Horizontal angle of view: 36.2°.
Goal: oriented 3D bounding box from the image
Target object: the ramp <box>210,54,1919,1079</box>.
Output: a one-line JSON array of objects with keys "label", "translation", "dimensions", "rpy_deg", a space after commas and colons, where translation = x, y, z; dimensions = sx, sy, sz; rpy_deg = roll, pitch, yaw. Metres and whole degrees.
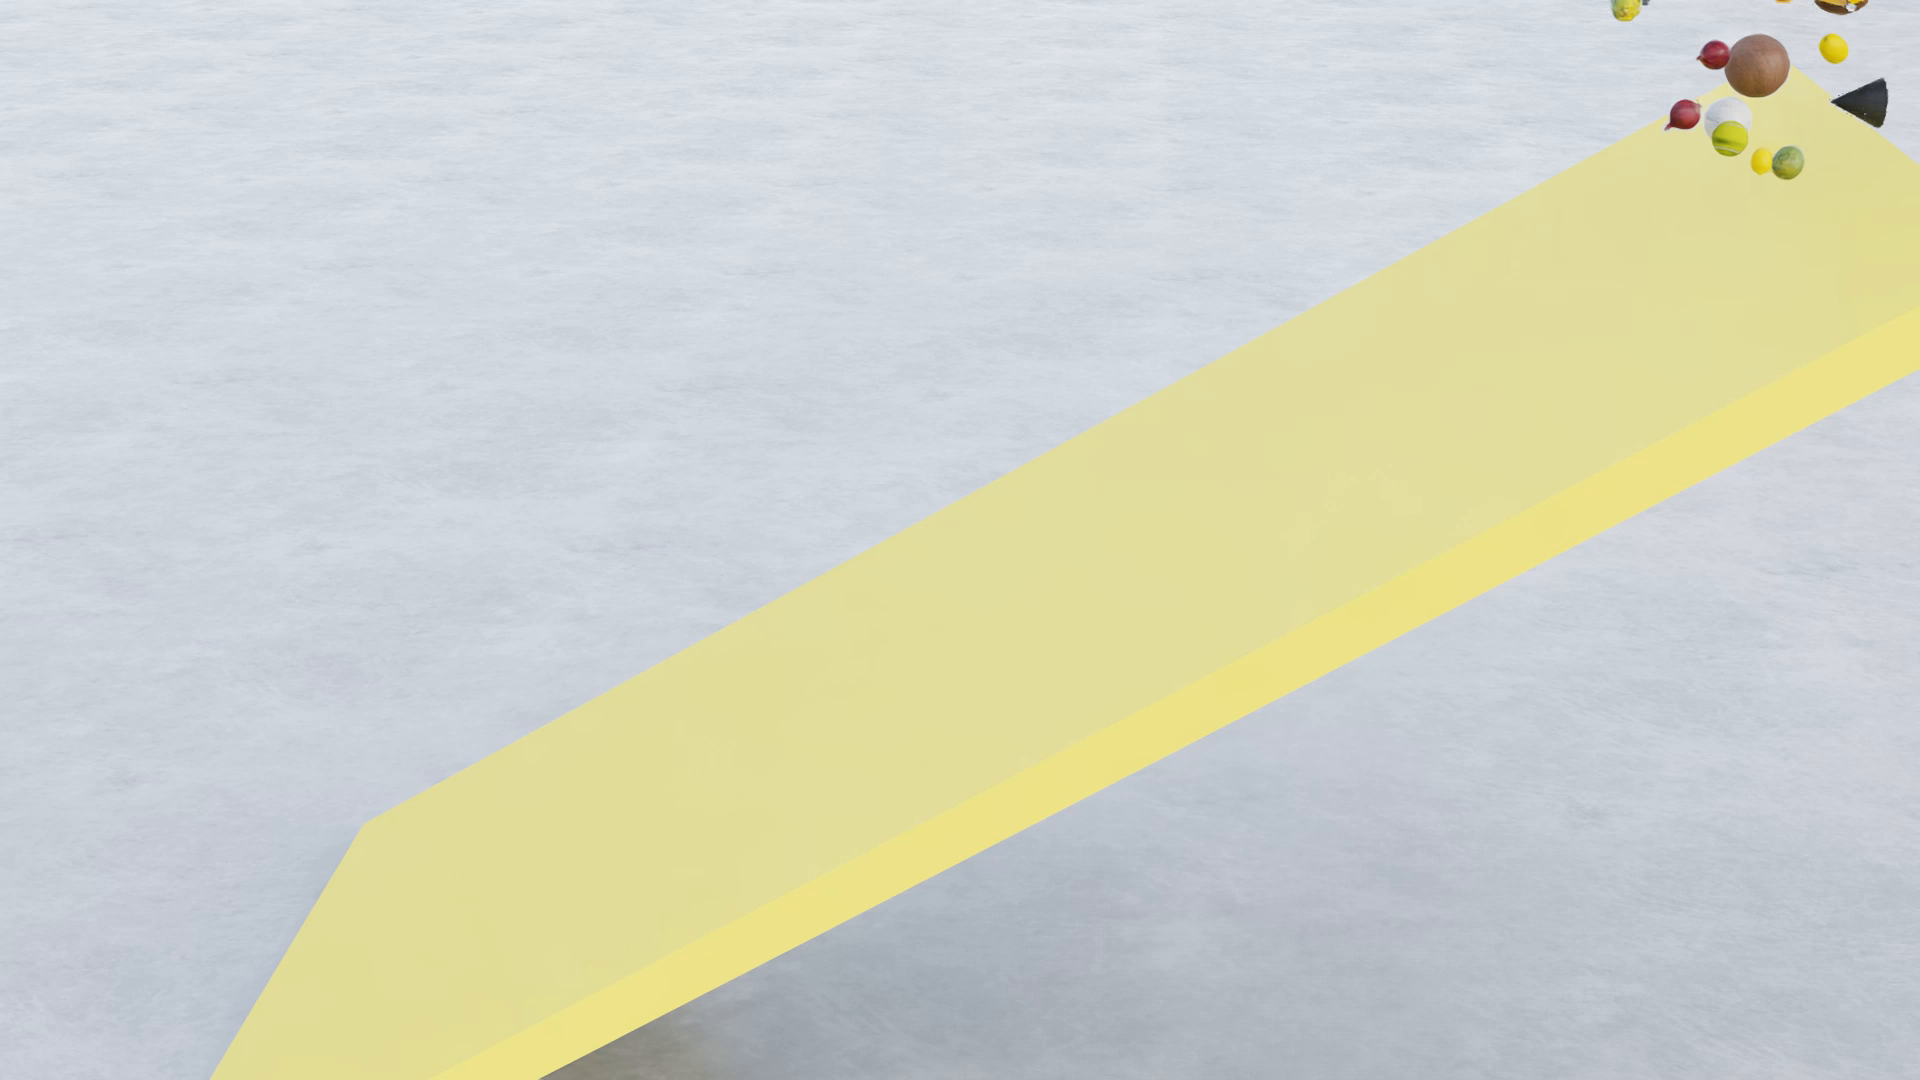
[{"label": "ramp", "translation": [0.142, 0.168, 6.285], "dimensions": [4.000, 0.100, 2.000], "rpy_deg": [-28, 15, 12]}]

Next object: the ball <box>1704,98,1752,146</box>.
[{"label": "ball", "translation": [1.520, -0.829, 5.821], "dimensions": [0.094, 0.094, 0.094], "rpy_deg": [0, 19, 0]}]

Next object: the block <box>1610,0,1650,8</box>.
[{"label": "block", "translation": [1.333, -1.107, 5.862], "dimensions": [0.067, 0.067, 0.067], "rpy_deg": [19, -7, -37]}]

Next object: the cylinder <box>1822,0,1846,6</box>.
[{"label": "cylinder", "translation": [1.612, -1.050, 5.472], "dimensions": [0.095, 0.095, 0.095], "rpy_deg": [16, 22, 10]}]
